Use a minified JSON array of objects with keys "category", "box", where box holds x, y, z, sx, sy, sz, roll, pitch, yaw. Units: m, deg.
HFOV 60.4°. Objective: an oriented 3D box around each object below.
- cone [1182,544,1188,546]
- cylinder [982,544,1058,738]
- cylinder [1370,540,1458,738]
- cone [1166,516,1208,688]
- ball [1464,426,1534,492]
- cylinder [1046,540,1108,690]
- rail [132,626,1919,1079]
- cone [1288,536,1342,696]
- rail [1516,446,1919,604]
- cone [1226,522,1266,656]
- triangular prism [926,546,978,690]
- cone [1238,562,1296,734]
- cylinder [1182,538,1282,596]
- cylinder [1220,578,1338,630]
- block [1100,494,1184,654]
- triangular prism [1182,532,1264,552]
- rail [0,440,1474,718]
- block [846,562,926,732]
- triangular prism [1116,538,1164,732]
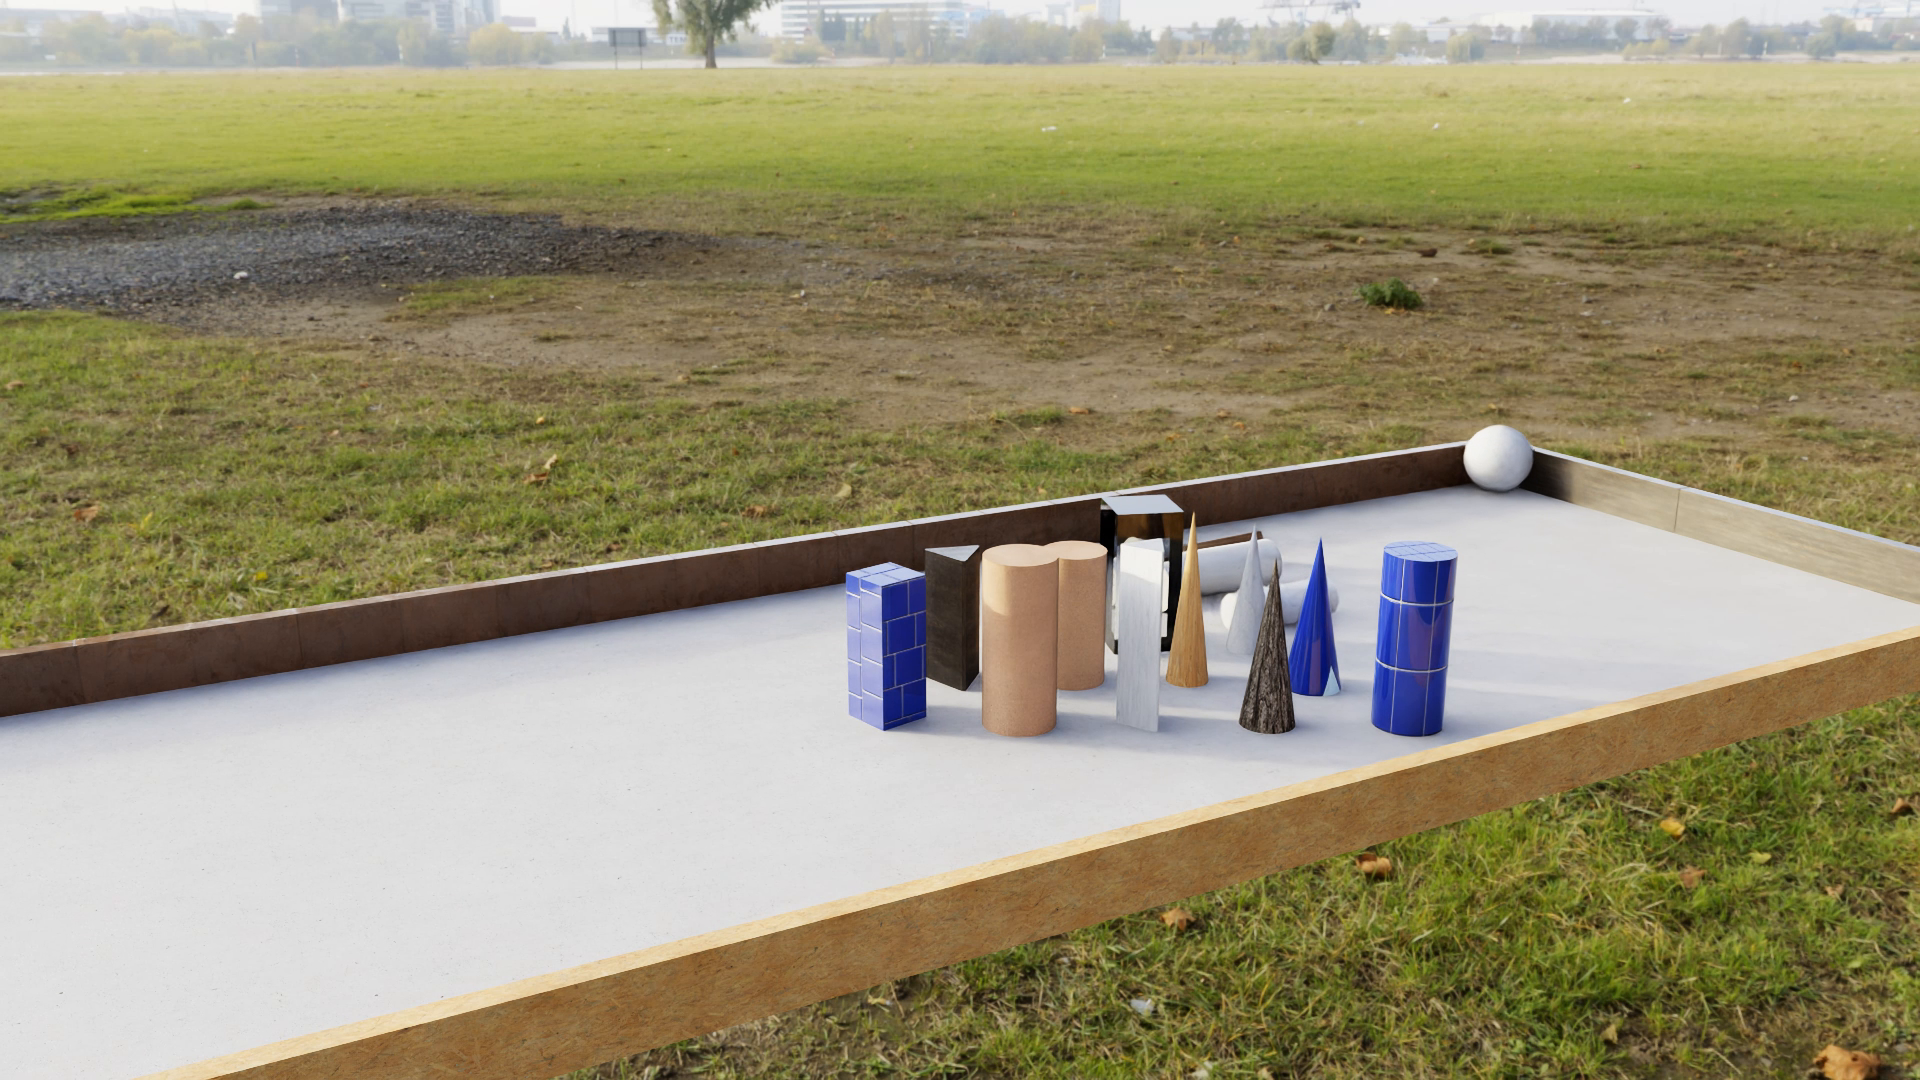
[{"category":"cone","box":[0.701,0.047,5.073,0.445,0.136,0.136,2,14,-27]},{"category":"cylinder","box":[0.139,0.232,3.832,0.176,0.413,0.176,0,16,0]},{"category":"cylinder","box":[1.052,0.228,3.825,0.165,0.424,0.165,0,16,0]},{"category":"cone","box":[0.572,0.138,4.094,0.107,0.445,0.107,0,16,0]},{"category":"ball","box":[1.929,-0.292,5.909,0.238,0.238,0.238,0,16,0]},{"category":"cylinder","box":[0.283,0.188,4.114,0.161,0.340,0.161,0,16,0]},{"category":"rail","box":[-2.336,1.006,1.665,12.000,0.150,0.050,-9,18,-27]},{"category":"cone","box":[0.877,0.177,4.062,0.145,0.390,0.145,0,16,0]},{"category":"rail","box":[2.466,-0.048,5.253,0.050,0.150,2.100,-9,18,-27]},{"category":"cone","box":[0.767,0.120,4.334,0.120,0.345,0.120,0,16,0]},{"category":"triangular prism","box":[0.004,0.187,4.122,0.120,0.337,0.138,-15,22,-42]},{"category":"cone","box":[0.723,0.234,3.830,0.132,0.411,0.132,0,16,0]},{"category":"cylinder","box":[0.731,0.091,4.803,0.411,0.137,0.137,-8,18,-26]},{"category":"cylinder","box":[0.884,0.178,4.553,0.323,0.110,0.110,-9,18,-27]},{"category":"block","box":[0.477,0.090,4.374,0.176,0.381,0.176,-3,17,-9]},{"category":"triangular prism","box":[0.737,0.055,4.978,0.448,0.102,0.118,-10,19,-31]},{"category":"rail","box":[-3.305,0.497,3.399,12.000,0.150,0.050,-9,18,-27]},{"category":"block","box":[-0.172,0.249,3.879,0.132,0.355,0.132,-14,21,-39]},{"category":"triangular prism","box":[0.439,0.217,3.840,0.109,0.437,0.094,11,19,32]}]
